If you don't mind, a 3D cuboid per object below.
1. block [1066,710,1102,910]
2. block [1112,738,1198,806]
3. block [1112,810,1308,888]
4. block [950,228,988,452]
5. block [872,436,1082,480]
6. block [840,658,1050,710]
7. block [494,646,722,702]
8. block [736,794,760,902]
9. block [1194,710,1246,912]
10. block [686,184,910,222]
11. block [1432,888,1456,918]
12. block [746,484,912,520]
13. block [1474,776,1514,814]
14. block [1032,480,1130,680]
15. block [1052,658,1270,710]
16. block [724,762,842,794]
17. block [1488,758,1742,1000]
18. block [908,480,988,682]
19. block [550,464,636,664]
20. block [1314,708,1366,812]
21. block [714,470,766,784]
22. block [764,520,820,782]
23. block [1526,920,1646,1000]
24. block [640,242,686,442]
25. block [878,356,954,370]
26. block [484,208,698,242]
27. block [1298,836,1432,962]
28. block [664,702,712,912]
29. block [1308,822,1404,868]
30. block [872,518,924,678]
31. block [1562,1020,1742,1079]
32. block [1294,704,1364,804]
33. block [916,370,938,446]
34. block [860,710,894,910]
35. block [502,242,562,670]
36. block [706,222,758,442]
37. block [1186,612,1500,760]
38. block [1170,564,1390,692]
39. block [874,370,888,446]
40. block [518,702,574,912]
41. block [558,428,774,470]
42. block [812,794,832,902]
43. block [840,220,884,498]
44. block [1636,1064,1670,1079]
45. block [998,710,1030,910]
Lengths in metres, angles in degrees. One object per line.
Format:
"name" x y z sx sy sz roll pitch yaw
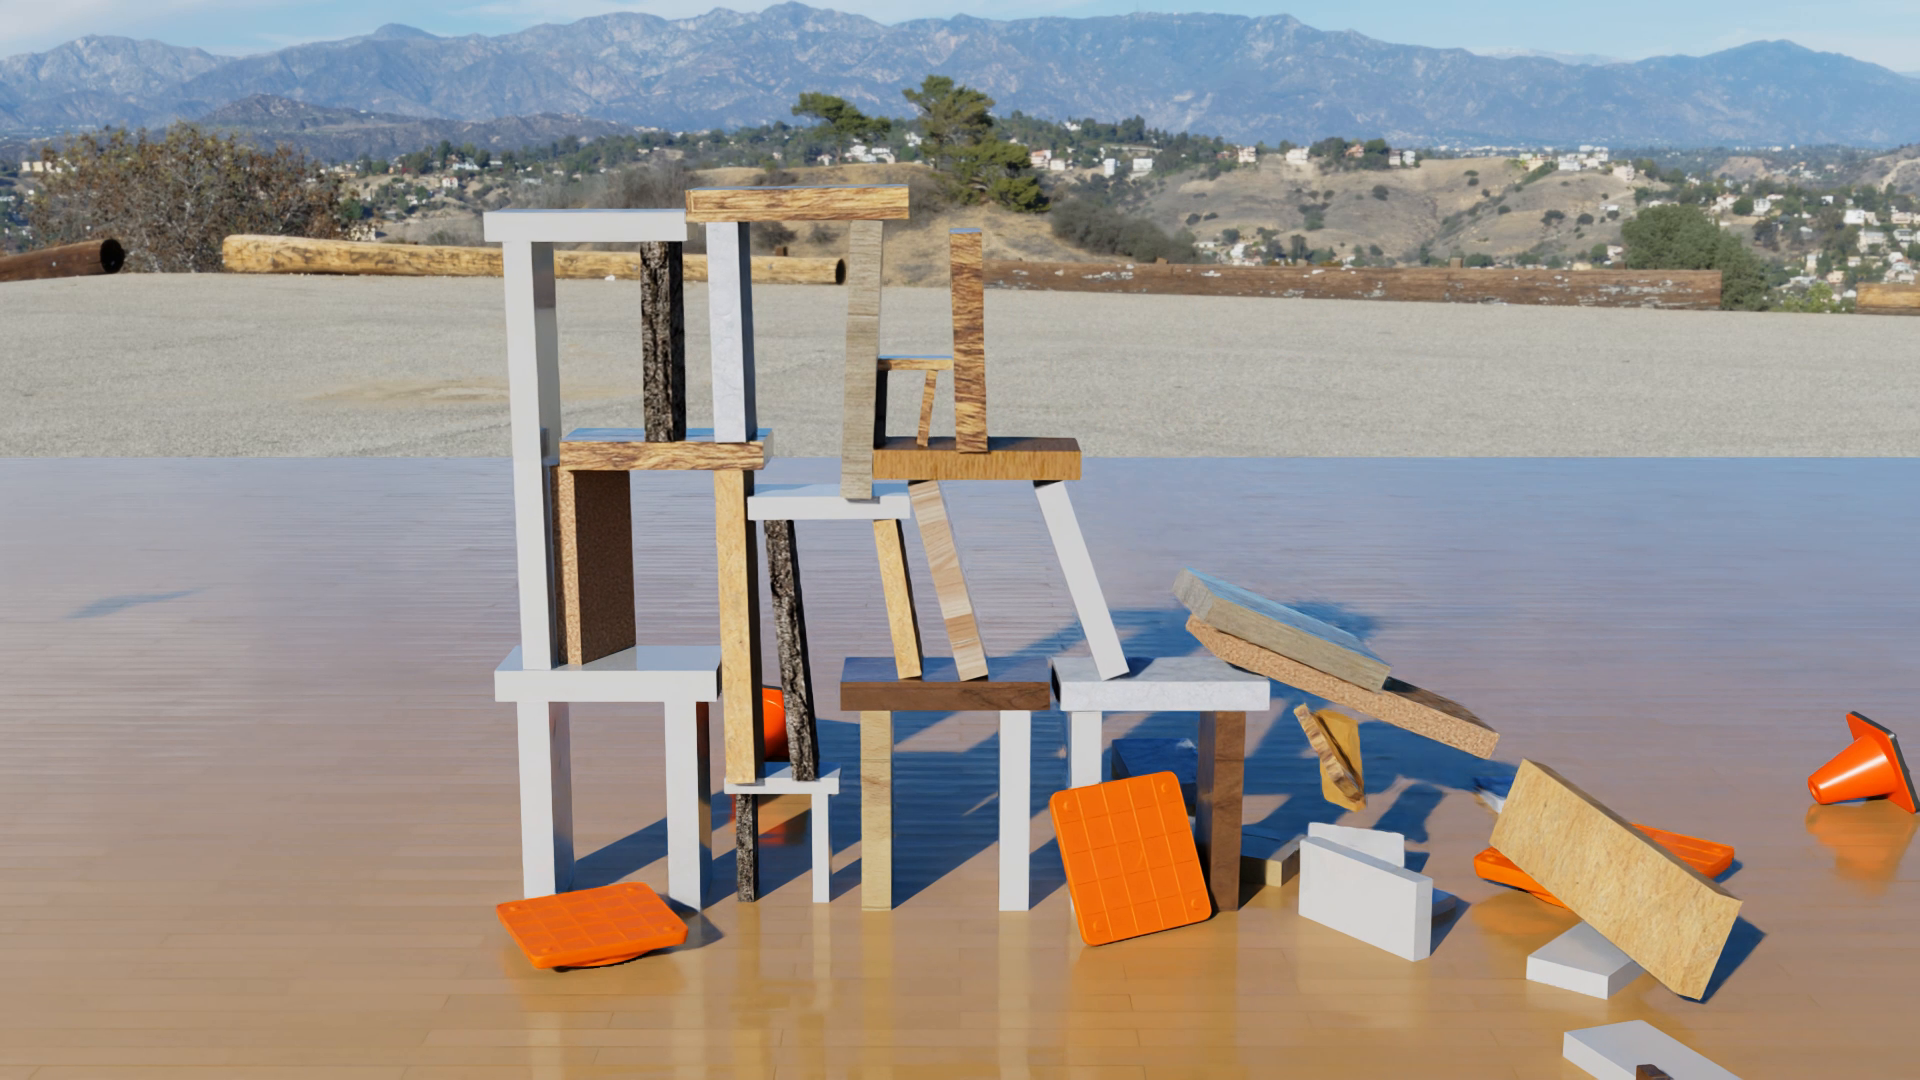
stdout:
"block" 0.204 0.425 3.639 0.048 0.336 0.168 0 11 0
"block" 0.396 0.451 4.295 0.156 0.044 0.312 -1 11 -4
"block" 0.441 0.536 3.838 0.312 0.044 0.156 6 12 28
"block" 0.013 -0.320 3.487 0.048 0.338 0.169 -2 11 0
"block" 0.026 -0.132 3.532 0.327 0.046 0.163 0 11 -1
"block" -0.023 0.235 3.605 0.337 0.048 0.168 0 11 0
"block" -0.566 0.218 3.600 0.354 0.050 0.177 0 11 0
"block" -0.353 0.498 3.656 0.026 0.186 0.093 0 11 0
"block" 0.428 0.425 3.637 0.048 0.336 0.168 0 10 -3
"block" -0.251 -0.531 3.460 0.342 0.048 0.171 -1 11 0
"block" 0.730 0.586 3.630 0.157 0.022 0.078 10 15 44
"block" -0.209 -0.063 3.553 0.258 0.037 0.129 0 11 0
"block" 1.038 0.484 4.179 0.078 0.022 0.157 -1 11 -3
"block" 0.193 0.051 3.567 0.046 0.328 0.163 -19 10 2
"block" 0.325 0.235 3.602 0.336 0.048 0.168 0 10 -3
"block" -0.291 0.393 3.637 0.186 0.026 0.093 0 10 0
"block" 1.001 0.511 3.411 0.044 0.156 0.589 17 9 -17
"block" -0.019 0.050 3.571 0.046 0.327 0.163 -15 10 2
"block" -0.599 0.029 3.599 0.046 0.321 0.161 4 11 24
"block" 0.634 0.367 3.669 0.023 0.159 0.080 -19 20 -29
"block" -0.359 0.127 3.593 0.046 0.512 0.161 -1 10 1
"block" -0.274 0.168 3.596 0.037 0.430 0.129 -5 10 1
"block" 0.979 0.631 3.352 0.126 0.036 0.253 9 14 39
"block" -0.471 -0.322 3.499 0.044 0.312 0.156 0 10 1
"block" -0.070 -0.282 3.496 0.121 0.017 0.060 0 11 0
"block" -0.578 -0.497 3.467 0.312 0.044 0.156 0 11 0
"block" 0.637 0.563 3.468 0.036 0.126 0.253 -7 13 -34
"block" -0.448 0.416 3.637 0.050 0.354 0.177 0 11 0
"block" 0.663 0.522 3.687 0.159 0.023 0.080 7 48 4
"block" -0.100 0.083 3.579 0.037 0.258 0.129 -9 10 2
"block" 0.932 0.710 2.925 0.126 0.036 0.253 -4 11 -20
"block" 0.595 0.344 3.553 0.023 0.080 0.159 -34 45 10
"block" -0.052 -0.214 3.511 0.017 0.121 0.060 8 11 -1
"block" -0.136 0.424 3.640 0.048 0.337 0.168 0 11 0
"block" -0.677 -0.141 3.532 0.044 0.679 0.156 0 11 2
"block" -0.362 -0.337 3.497 0.048 0.342 0.171 -1 10 1
"block" 0.642 0.237 3.690 0.531 0.048 0.169 21 9 -18
"block" 0.526 0.145 3.615 0.338 0.048 0.169 22 11 -18
"block" -0.125 -0.215 3.512 0.017 0.121 0.060 2 11 -1
"block" -0.684 0.416 3.637 0.050 0.354 0.177 0 11 0
"block" -0.469 -0.147 3.539 0.321 0.046 0.161 0 10 1
"block" -0.229 0.498 3.655 0.026 0.186 0.093 0 11 0
"block" -0.155 -0.294 3.506 0.048 0.433 0.171 3 11 -1
"block" 0.897 0.731 2.695 0.022 0.078 0.251 -2 11 -10
"block" 0.089 0.424 3.640 0.048 0.337 0.168 0 11 0
